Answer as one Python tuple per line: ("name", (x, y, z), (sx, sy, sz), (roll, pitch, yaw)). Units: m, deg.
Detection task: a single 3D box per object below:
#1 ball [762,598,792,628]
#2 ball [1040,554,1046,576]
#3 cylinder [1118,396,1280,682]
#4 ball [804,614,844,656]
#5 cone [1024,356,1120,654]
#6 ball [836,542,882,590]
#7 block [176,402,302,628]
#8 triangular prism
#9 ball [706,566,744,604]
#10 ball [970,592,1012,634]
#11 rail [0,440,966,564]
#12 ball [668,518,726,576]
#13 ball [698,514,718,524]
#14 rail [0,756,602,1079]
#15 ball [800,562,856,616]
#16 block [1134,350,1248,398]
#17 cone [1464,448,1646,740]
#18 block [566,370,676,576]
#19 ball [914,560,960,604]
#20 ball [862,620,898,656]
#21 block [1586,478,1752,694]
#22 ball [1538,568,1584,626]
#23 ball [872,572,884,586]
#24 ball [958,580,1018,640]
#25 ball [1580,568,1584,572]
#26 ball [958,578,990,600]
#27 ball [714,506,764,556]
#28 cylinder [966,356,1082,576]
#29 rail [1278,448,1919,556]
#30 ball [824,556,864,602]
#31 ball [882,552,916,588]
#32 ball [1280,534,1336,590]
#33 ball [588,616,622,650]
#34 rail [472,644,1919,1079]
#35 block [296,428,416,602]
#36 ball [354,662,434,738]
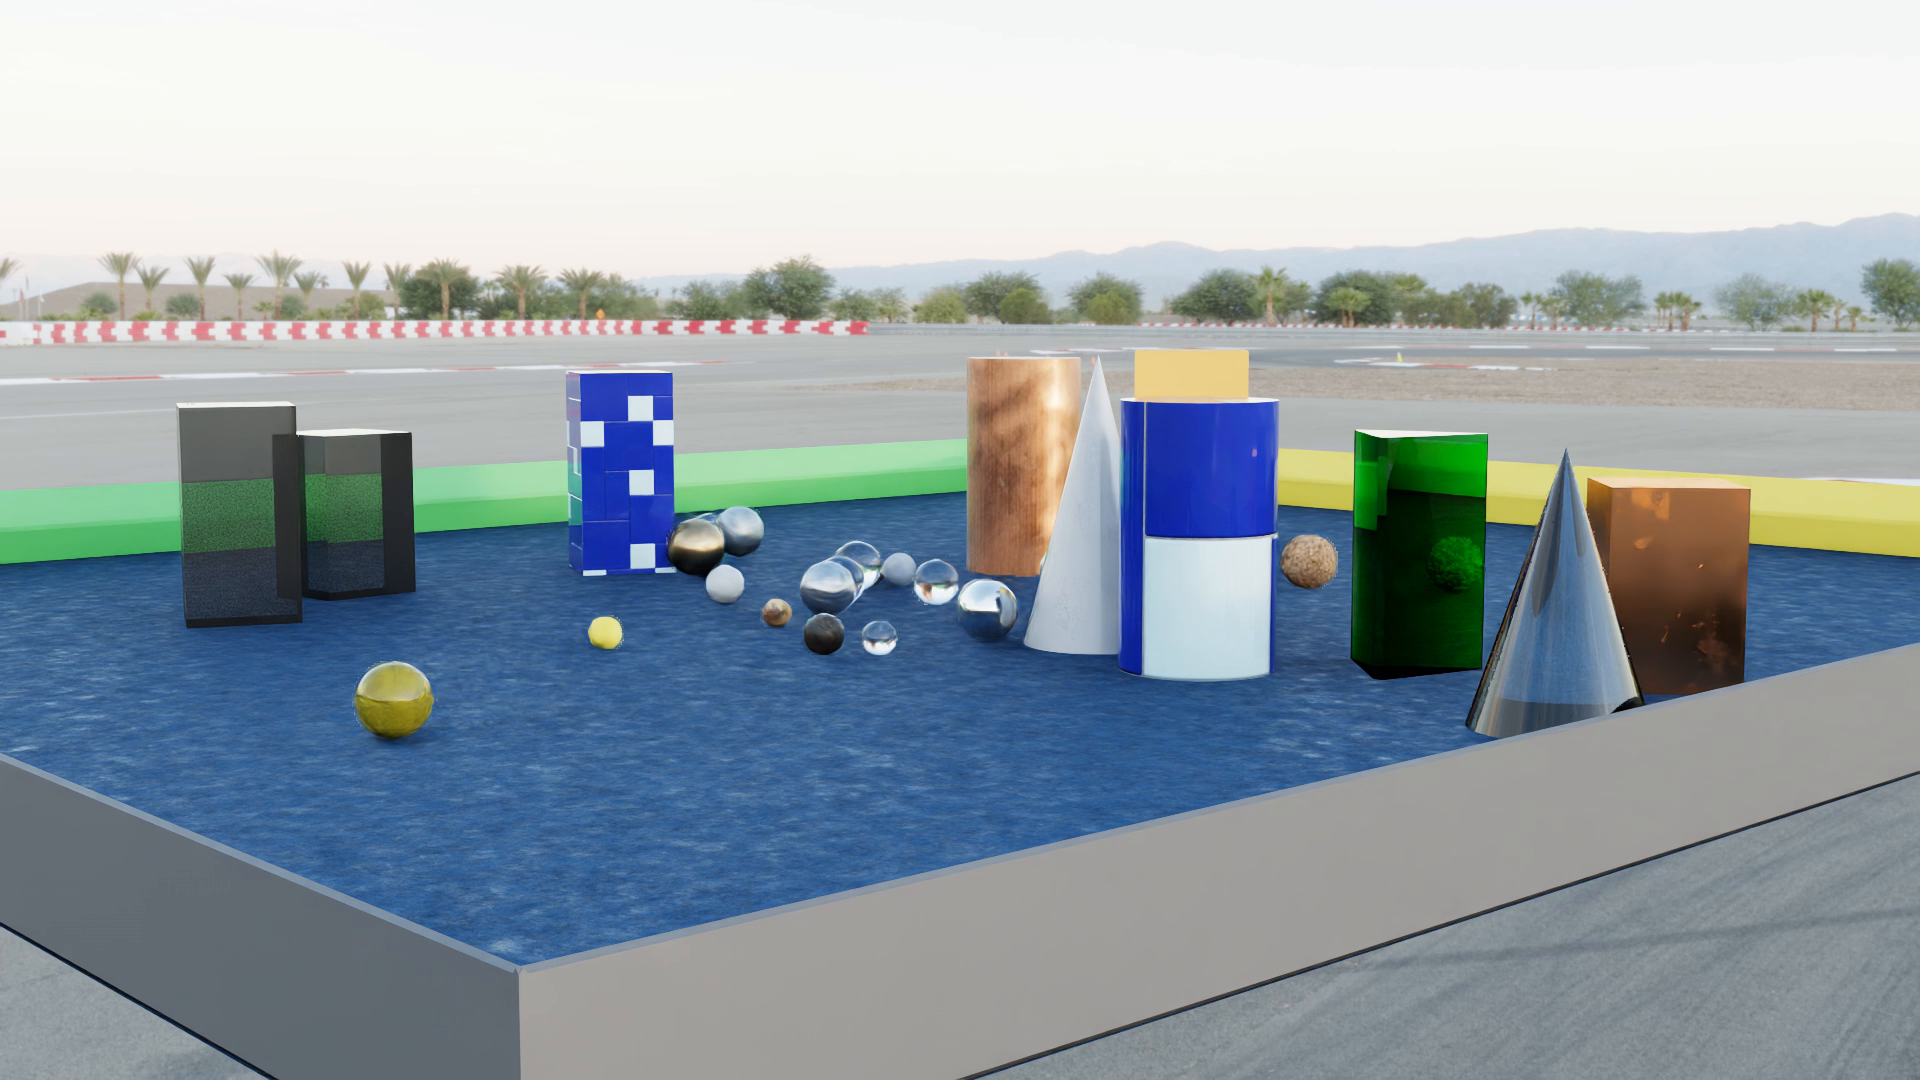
("ball", (-0.257, 0.103, 3.087), (0.041, 0.041, 0.041), (0, 6, 0))
("ball", (0.162, 0.047, 3.455), (0.075, 0.075, 0.075), (0, 6, 0))
("cylinder", (0.294, -0.006, 2.721), (0.195, 0.334, 0.195), (0, 6, 0))
("ball", (-0.176, 0.122, 2.843), (0.054, 0.054, 0.054), (0, 6, 0))
("cone", (0.183, -0.054, 2.924), (0.195, 0.387, 0.195), (0, 6, 0))
("ball", (-0.163, 0.041, 3.496), (0.078, 0.078, 0.078), (0, 6, 0))
("block", (-1.038, -0.040, 3.164), (0.156, 0.309, 0.156), (-2, 6, -21))
("triangular prism", (0.541, 0.012, 2.743), (0.169, 0.293, 0.146), (-3, 7, -30))
("ball", (-0.357, 0.068, 3.338), (0.059, 0.059, 0.059), (0, 6, 0))
("ball", (0.043, 0.100, 3.033), (0.057, 0.057, 0.057), (0, 6, 0))
("rail", (-1.022, -0.082, 4.433), (3.403, 0.127, 0.045), (-5, 8, -42))
("ball", (-0.442, 0.012, 3.686), (0.096, 0.096, 0.096), (0, 6, 0))
("ball", (-0.468, -0.015, 4.086), (0.068, 0.068, 0.068), (0, 6, 0))
("rail", (-1.233, 0.152, 2.200), (0.045, 0.127, 3.060), (-5, 8, -42))
("ball", (-0.192, 0.071, 3.195), (0.081, 0.081, 0.081), (0, 6, 0))
("block", (0.327, -0.076, 3.126), (0.156, 0.387, 0.156), (1, 6, 6))
("cone", (0.640, 0.051, 2.336), (0.195, 0.301, 0.195), (0, 6, 0))
("block", (-0.583, -0.119, 3.773), (0.156, 0.339, 0.156), (-2, 6, -19))
("ball", (-0.036, 0.064, 3.325), (0.069, 0.069, 0.069), (0, 6, 0))
("ball", (-0.104, 0.126, 2.836), (0.046, 0.046, 0.046), (0, 6, 0))
("block", (0.837, 0.052, 2.617), (0.156, 0.240, 0.156), (1, 6, 6))
("ball", (0.858, 0.081, 3.104), (0.082, 0.082, 0.082), (0, 6, 0))
("ball", (-0.143, 0.054, 3.552), (0.040, 0.040, 0.040), (0, 6, 0))
("ball", (0.038, 0.094, 2.965), (0.082, 0.082, 0.082), (0, 6, 0))
("ball", (0.934, 0.068, 3.151), (0.097, 0.097, 0.097), (0, 6, 0))
("ball", (0.032, 0.088, 3.094), (0.069, 0.069, 0.069), (0, 6, 0))
("ball", (-0.399, -0.016, 3.977), (0.091, 0.091, 0.091), (0, 6, 0))
("cylinder", (0.109, -0.130, 3.766), (0.195, 0.363, 0.195), (0, 6, 0))
("rail", (1.233, -0.086, 4.463), (0.045, 0.127, 3.060), (-5, 8, -42))
("ball", (-0.181, 0.062, 3.307), (0.076, 0.076, 0.076), (0, 6, 0))
("ball", (-0.097, 0.048, 3.538), (0.055, 0.055, 0.055), (0, 6, 0))
("ball", (0.557, 0.034, 3.514), (0.088, 0.088, 0.088), (0, 6, 0))
("ball", (-0.465, 0.122, 2.887), (0.044, 0.044, 0.044), (0, 6, 0))
("rail", (1.022, 0.148, 2.231), (3.403, 0.127, 0.045), (-5, 8, -42))
("block", (-0.972, -0.043, 3.463), (0.156, 0.253, 0.156), (5, 8, 42))
("ball", (-0.589, 0.167, 2.290), (0.080, 0.080, 0.080), (0, 6, 0))
